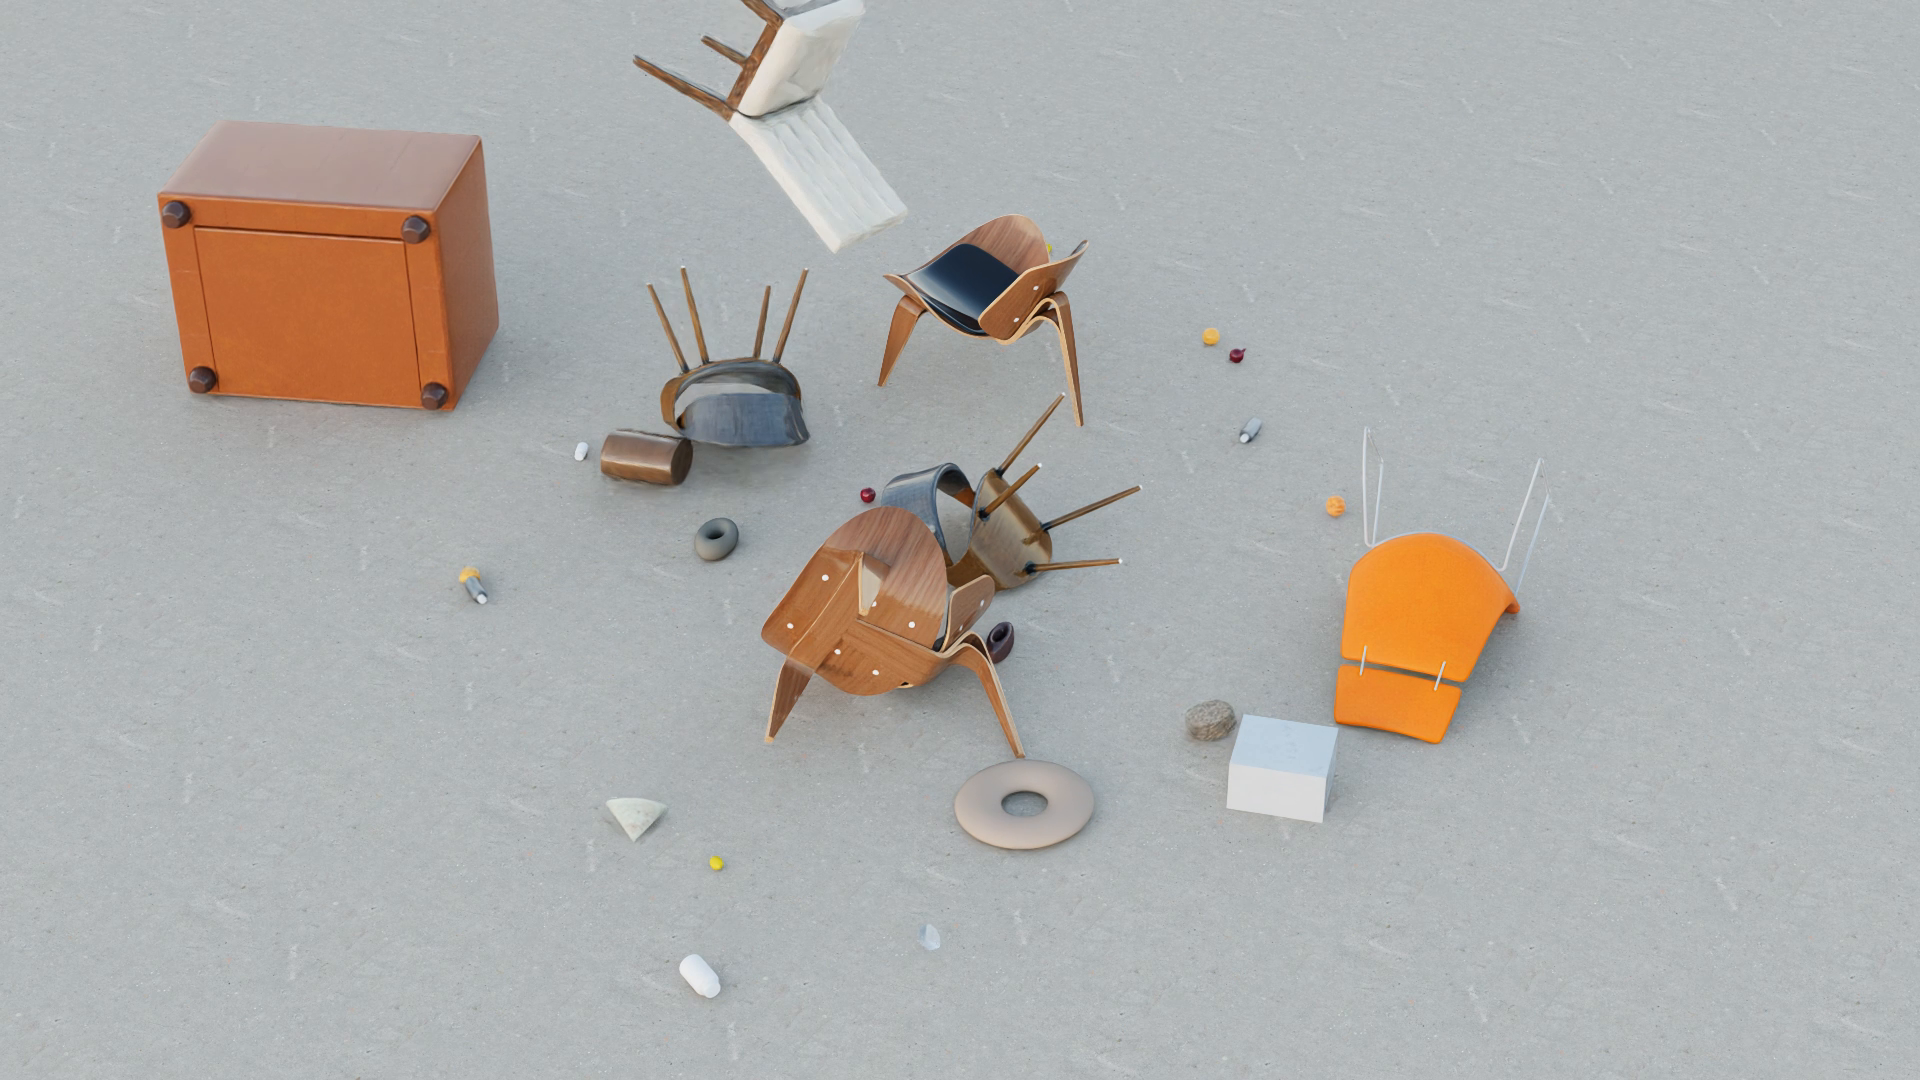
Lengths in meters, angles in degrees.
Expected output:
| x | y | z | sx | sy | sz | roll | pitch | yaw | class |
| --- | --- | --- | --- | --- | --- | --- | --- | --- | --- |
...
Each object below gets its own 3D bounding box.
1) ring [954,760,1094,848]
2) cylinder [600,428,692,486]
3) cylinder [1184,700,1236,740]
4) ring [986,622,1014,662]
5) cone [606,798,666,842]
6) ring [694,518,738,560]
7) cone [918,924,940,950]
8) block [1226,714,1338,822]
| x | y | z | sx | sy | sz | roll | pitch | yaw | class |
| --- | --- | --- | --- | --- | --- | --- | --- | --- | --- |
| 0.211 | 0.861 | 9.579 | 0.466 | 0.066 | 0.436 | -19 | 38 | -26 | ring |
| -1.202 | -0.317 | 11.256 | 0.282 | 0.180 | 0.252 | 9 | 18 | 13 | cylinder |
| 0.845 | 0.610 | 9.913 | 0.162 | 0.076 | 0.111 | -13 | 40 | 7 | cylinder |
| 0.141 | 0.360 | 10.327 | 0.088 | 0.081 | 0.194 | 9 | 36 | 17 | ring |
| -1.053 | 0.921 | 9.508 | 0.198 | 0.084 | 0.144 | 5 | 50 | -7 | cone |
| -0.904 | -0.005 | 10.882 | 0.155 | 0.077 | 0.235 | 6 | 33 | 12 | ring |
| -0.107 | 1.234 | 9.046 | 0.082 | 0.040 | 0.096 | 54 | 37 | 0 | cone |
| 1.061 | 0.750 | 9.638 | 0.315 | 0.185 | 0.275 | 8 | 34 | 12 | block |
